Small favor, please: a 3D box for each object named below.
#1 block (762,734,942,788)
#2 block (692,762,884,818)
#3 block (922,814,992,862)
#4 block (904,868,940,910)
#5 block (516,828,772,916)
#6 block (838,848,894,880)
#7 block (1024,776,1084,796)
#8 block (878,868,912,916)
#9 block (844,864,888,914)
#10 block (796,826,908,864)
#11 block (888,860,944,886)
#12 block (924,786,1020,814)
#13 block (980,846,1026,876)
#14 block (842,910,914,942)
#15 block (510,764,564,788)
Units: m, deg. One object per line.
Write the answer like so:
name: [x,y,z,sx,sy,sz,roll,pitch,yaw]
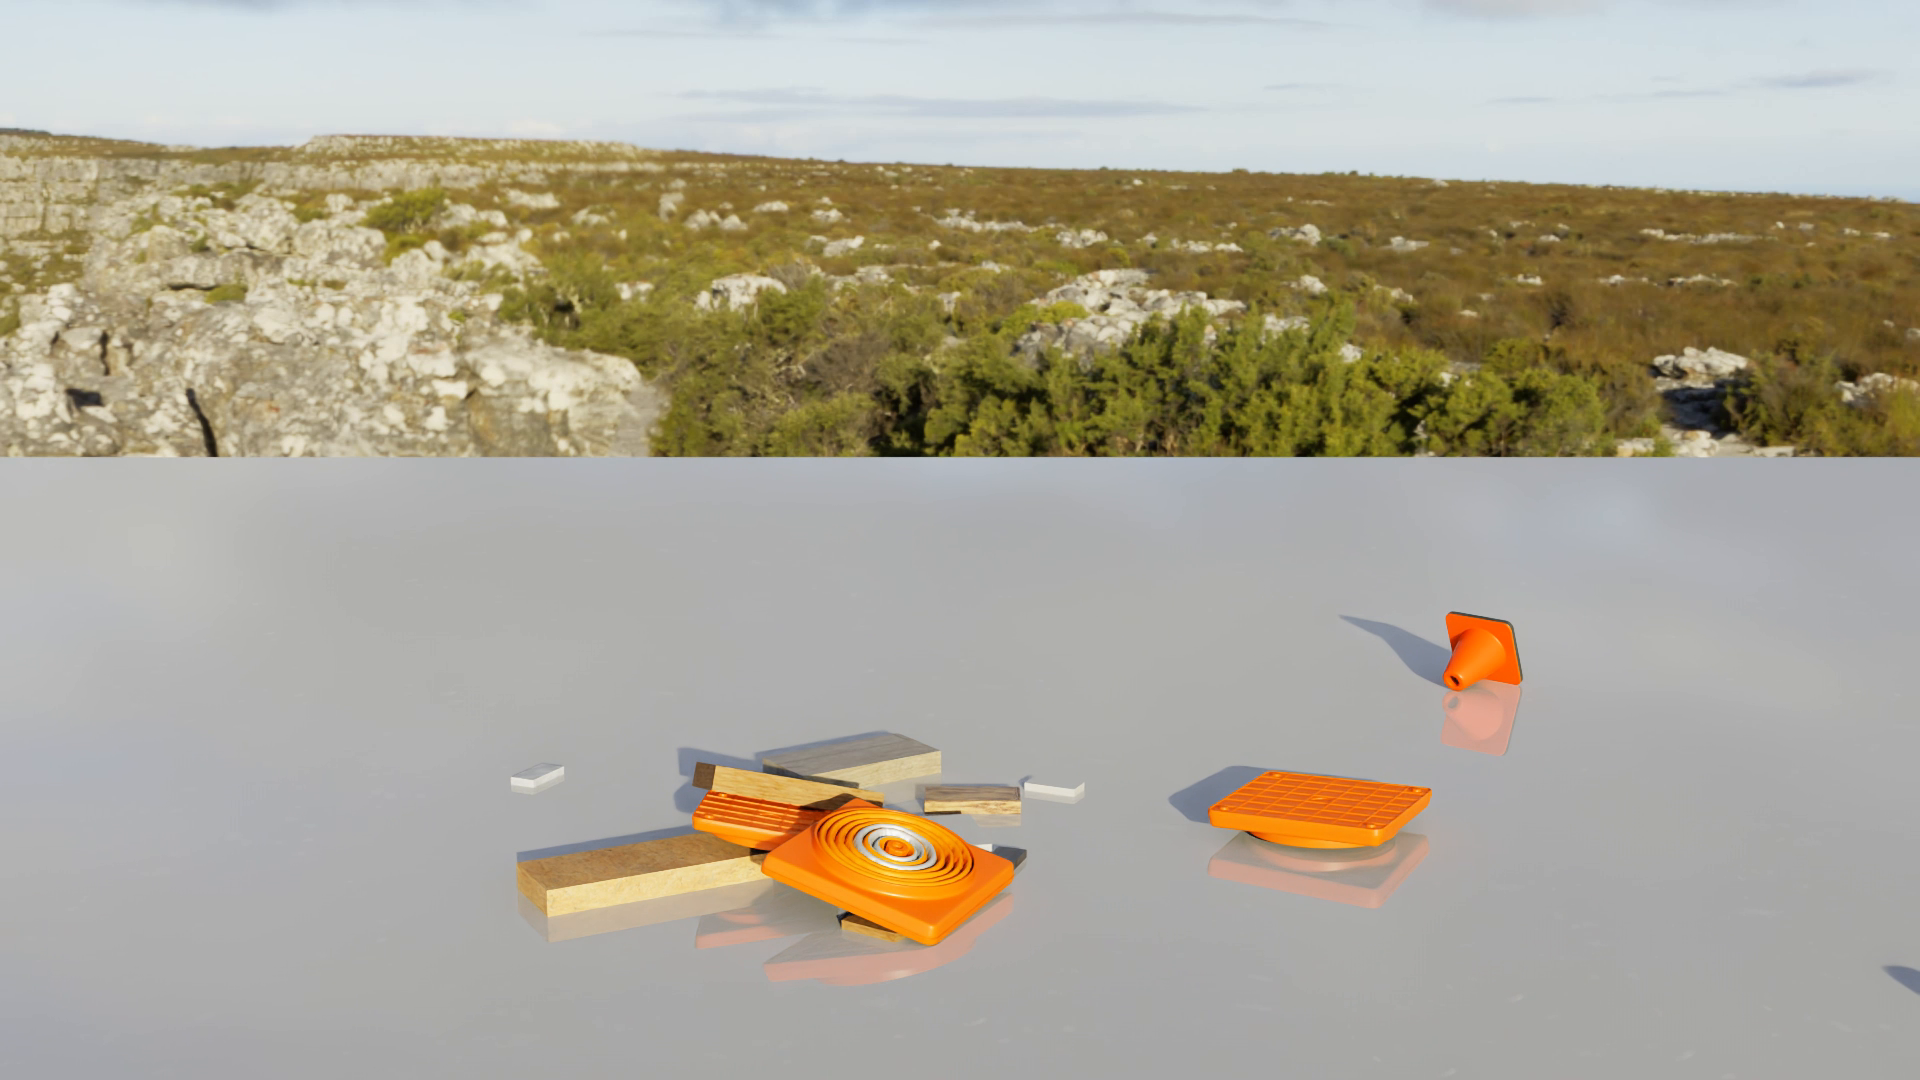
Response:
block: [-0.212,0.443,4.336,0.315,0.045,0.157,-7,13,-34]
block: [-0.312,0.452,3.983,0.315,0.045,0.157,12,-7,-18]
block: [-0.007,0.530,3.924,0.090,0.025,0.179,-2,11,-12]
block: [-0.081,0.578,3.642,0.054,0.015,0.109,-14,19,-19]
block: [-0.531,0.558,3.718,0.398,0.045,0.157,-6,12,-28]
block: [-0.160,0.558,3.724,0.054,0.015,0.109,-39,26,-18]
block: [0.182,0.475,4.245,0.103,0.015,0.052,5,12,25]
block: [-0.111,0.578,3.610,0.053,0.015,0.106,-16,20,-2]
block: [-0.154,0.569,3.588,0.053,0.015,0.106,13,23,2]
block: [-0.190,0.543,3.853,0.179,0.025,0.090,8,13,36]
block: [-0.086,0.570,3.737,0.109,0.015,0.054,10,14,43]
block: [0.024,0.490,4.139,0.179,0.025,0.090,0,11,0]
block: [0.075,0.556,3.811,0.052,0.015,0.103,4,11,19]
block: [-0.130,0.614,3.497,0.106,0.015,0.053,7,13,34]
block: [-0.829,0.462,4.317,0.052,0.015,0.104,5,12,24]
